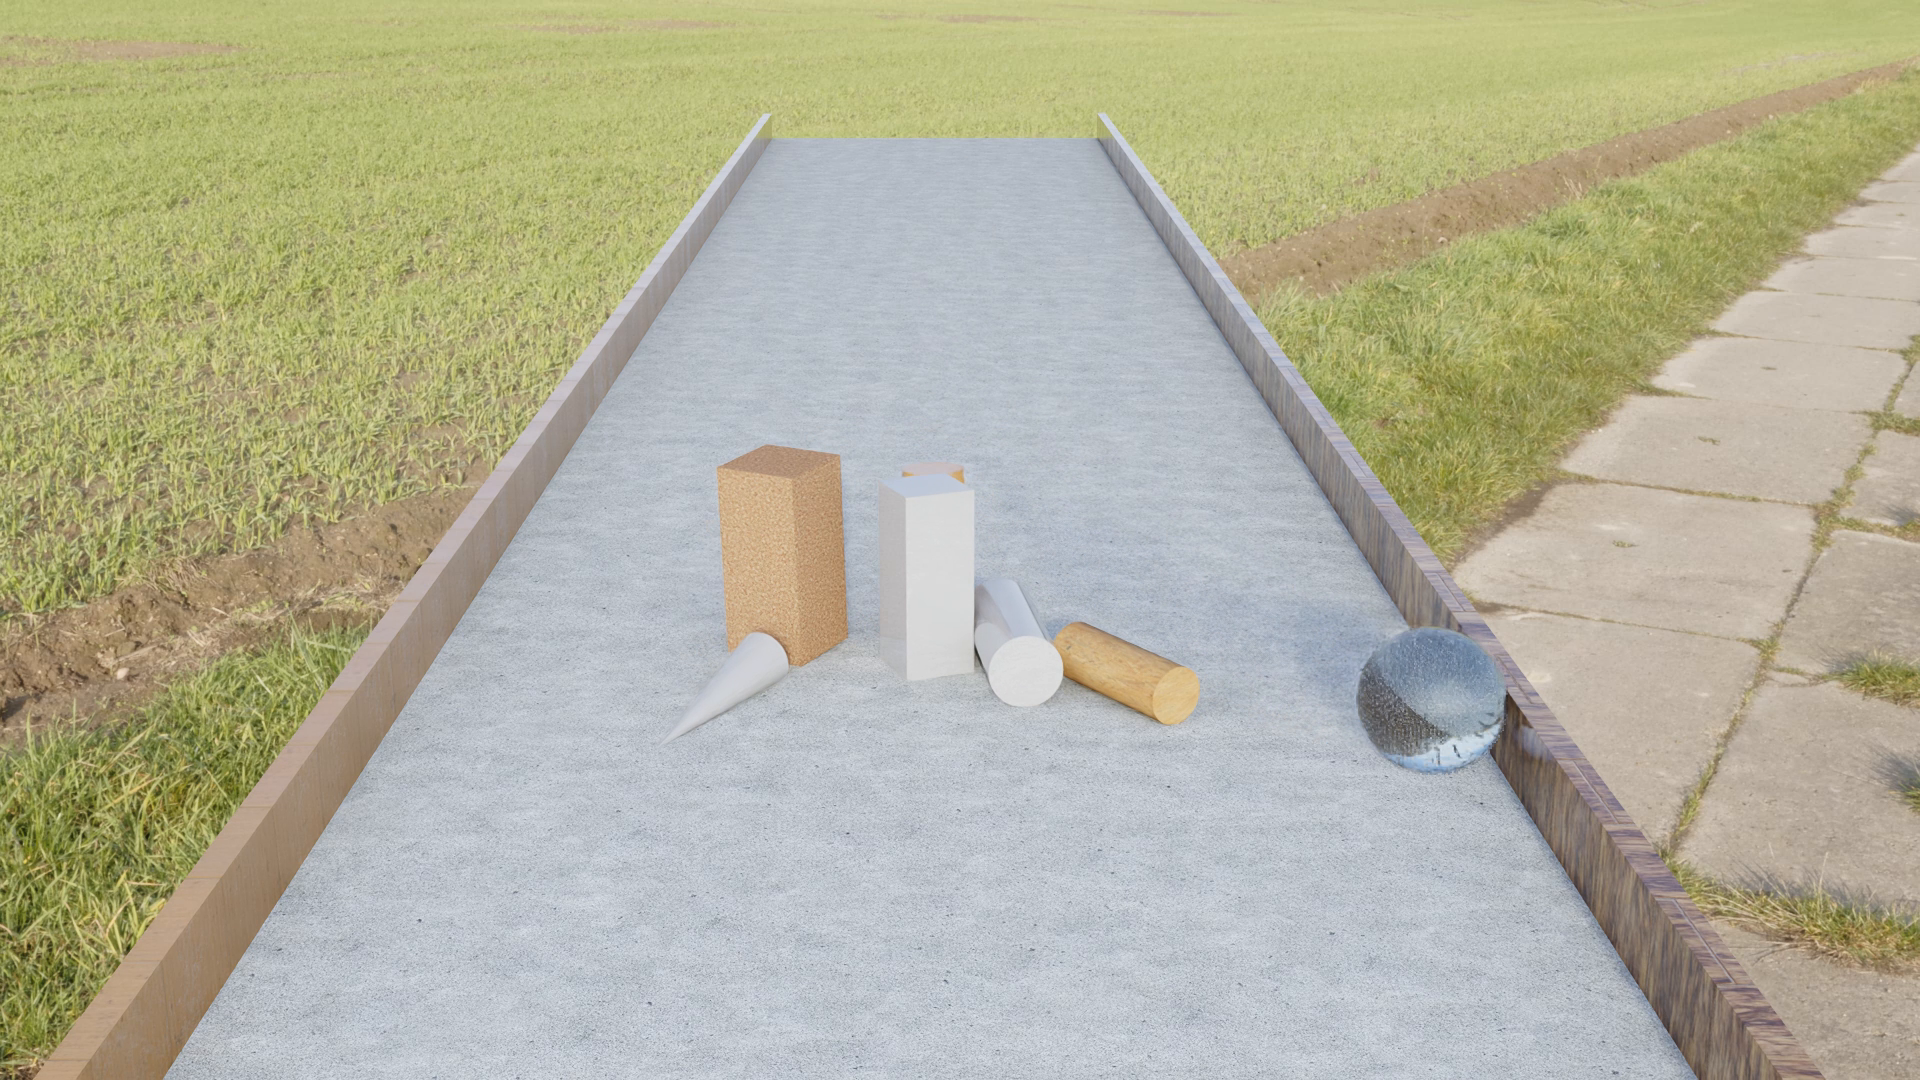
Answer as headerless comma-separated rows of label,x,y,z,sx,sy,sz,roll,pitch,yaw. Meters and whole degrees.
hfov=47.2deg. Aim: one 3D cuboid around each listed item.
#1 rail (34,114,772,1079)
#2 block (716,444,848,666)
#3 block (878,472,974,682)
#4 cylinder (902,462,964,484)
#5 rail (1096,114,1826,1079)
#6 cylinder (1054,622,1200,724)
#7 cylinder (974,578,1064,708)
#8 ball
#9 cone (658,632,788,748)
rail,-1.118,-0.838,7.780,0.050,0.150,12.000,0,17,-1
block,-0.355,0.029,4.427,0.177,0.393,0.177,9,22,28
block,-0.066,0.071,4.334,0.143,0.372,0.143,-7,18,-22
cylinder,-0.052,0.023,4.528,0.127,0.348,0.127,-1,14,0
rail,0.932,-0.844,7.801,0.050,0.150,12.000,0,17,-1
cylinder,0.312,0.251,4.185,0.112,0.112,0.313,-11,20,-32
cylinder,0.102,0.197,4.313,0.143,0.143,0.360,-2,17,-7
ball,0.822,0.279,3.838,0.257,0.257,0.257,0,17,0
cone,-0.464,0.303,4.113,0.110,0.110,0.380,8,27,25
